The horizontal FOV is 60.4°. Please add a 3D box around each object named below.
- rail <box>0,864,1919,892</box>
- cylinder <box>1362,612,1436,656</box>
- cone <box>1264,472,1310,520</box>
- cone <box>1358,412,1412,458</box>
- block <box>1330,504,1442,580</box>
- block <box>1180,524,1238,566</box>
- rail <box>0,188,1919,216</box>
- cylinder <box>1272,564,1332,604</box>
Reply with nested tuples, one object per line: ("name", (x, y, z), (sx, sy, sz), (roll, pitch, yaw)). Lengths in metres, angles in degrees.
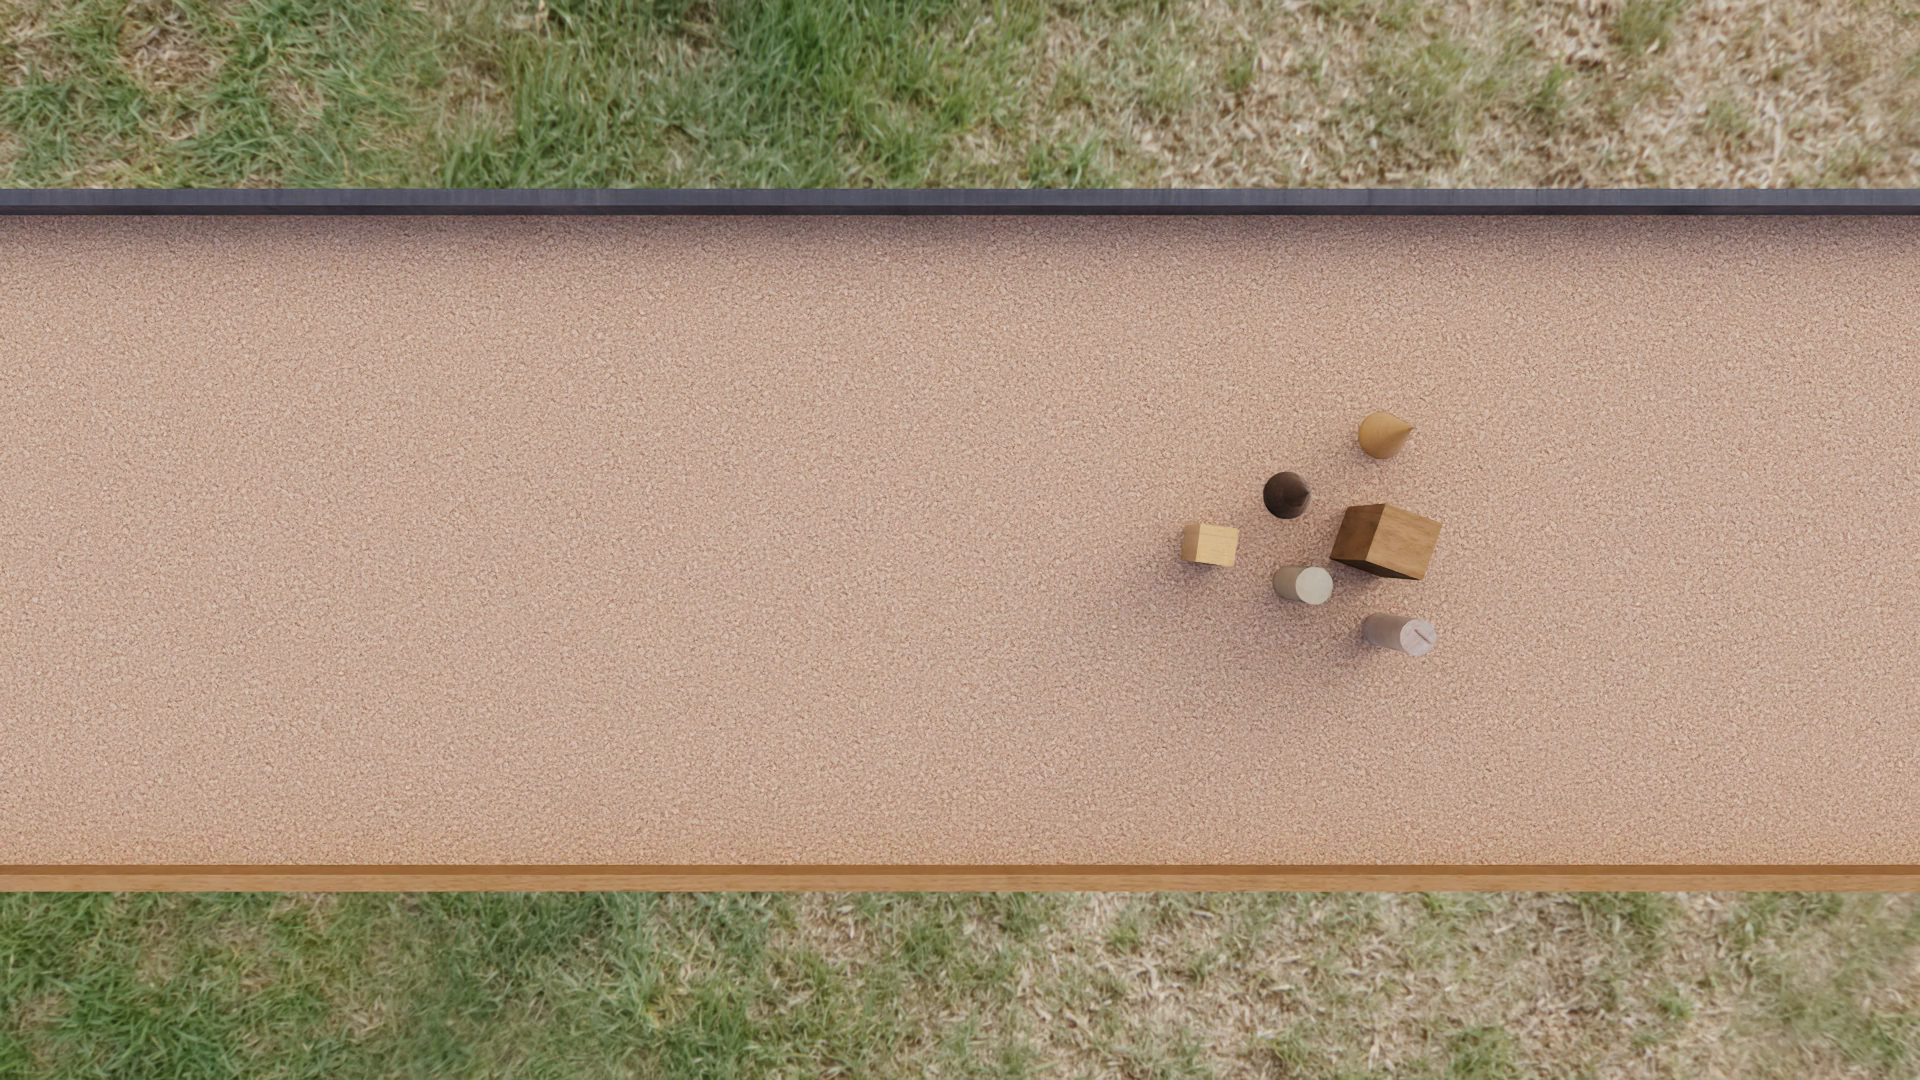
("rail", (-2.247, 1.025, 5.001), (12.000, 0.150, 0.050), (0, 90, 0))
("cylinder", (1.290, 0.274, 4.859), (0.102, 0.434, 0.102), (0, 90, 0))
("cone", (1.007, -0.137, 4.917), (0.148, 0.318, 0.148), (0, 90, 0))
("cone", (1.298, -0.322, 4.900), (0.146, 0.354, 0.146), (0, 90, 0))
("block", (1.244, 0.006, 4.848), (0.170, 0.457, 0.170), (20, 90, 0))
("block", (0.740, 0.015, 4.911), (0.110, 0.330, 0.110), (8, 90, 0))
("rail", (-2.247, -1.025, 5.002), (12.000, 0.150, 0.050), (0, 90, 0))
("cylinder", (1.015, 0.131, 4.902), (0.108, 0.350, 0.108), (0, 90, 0))
